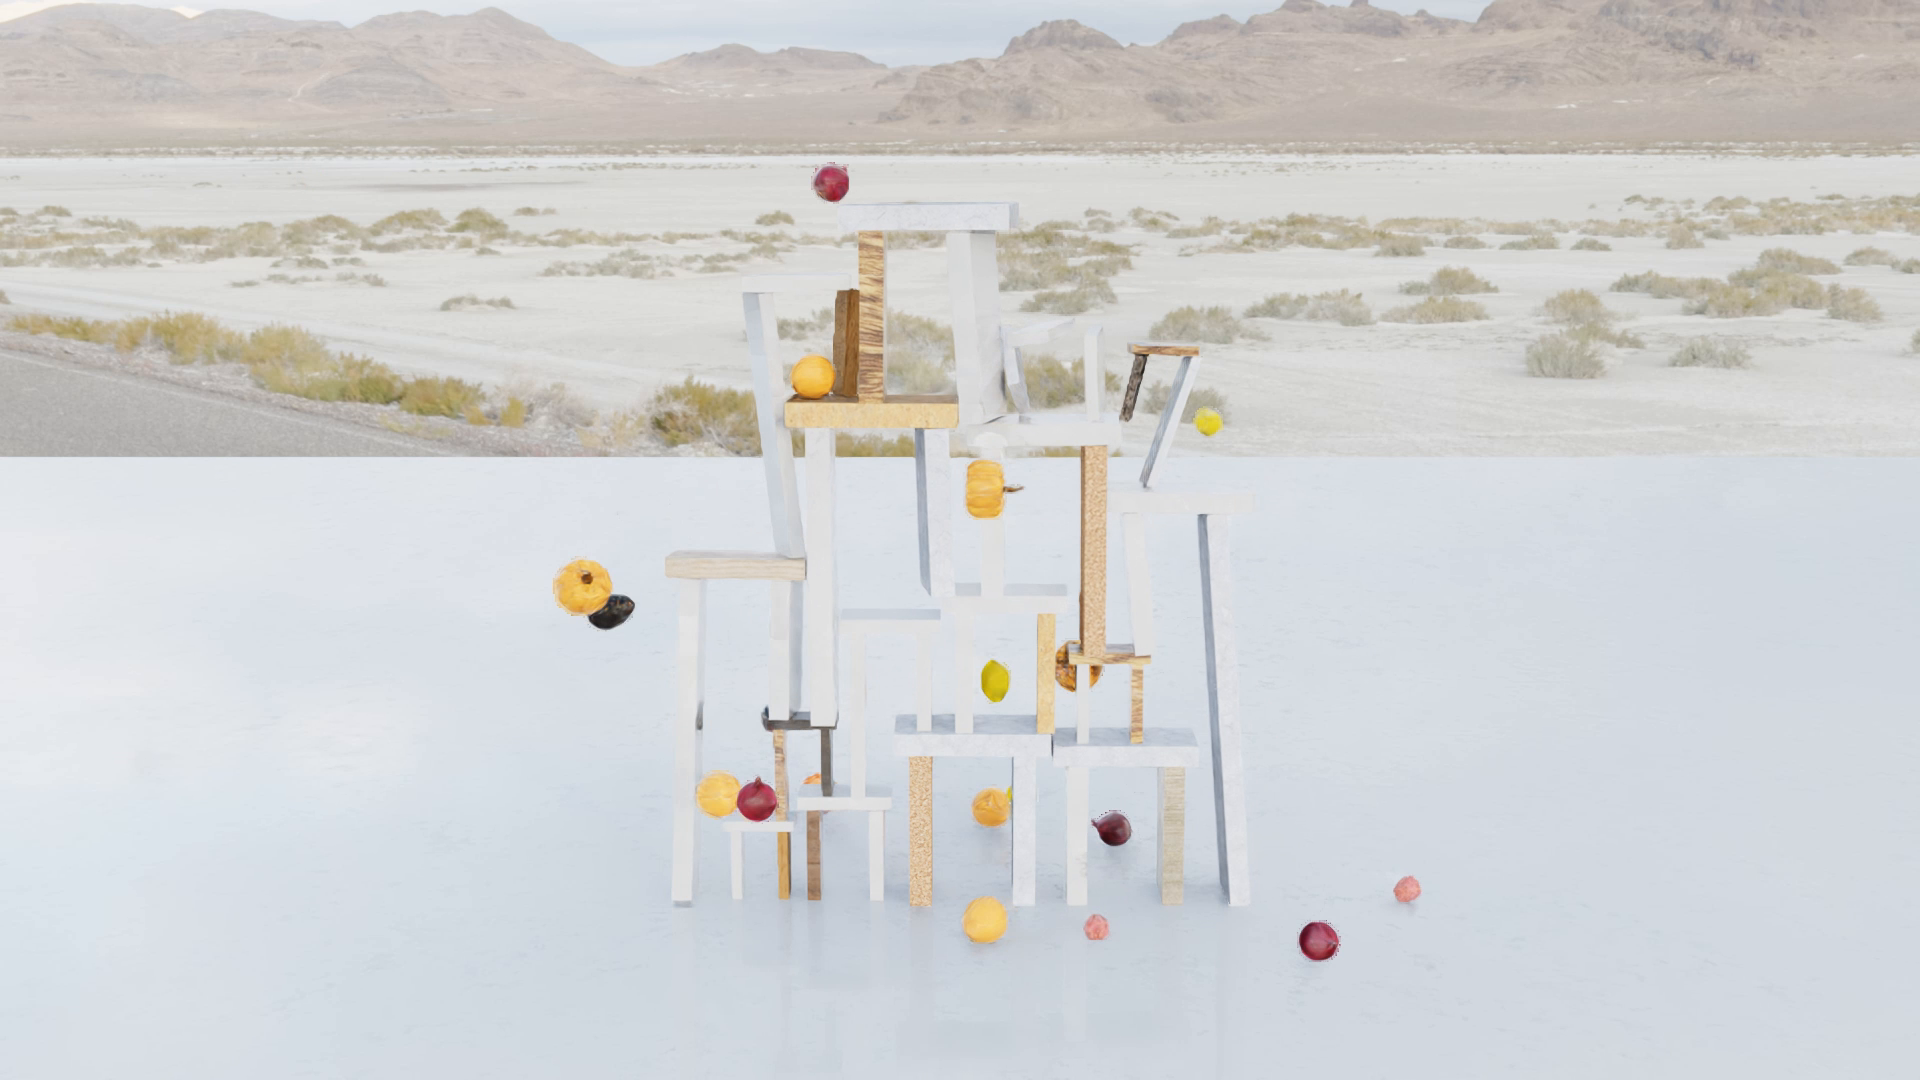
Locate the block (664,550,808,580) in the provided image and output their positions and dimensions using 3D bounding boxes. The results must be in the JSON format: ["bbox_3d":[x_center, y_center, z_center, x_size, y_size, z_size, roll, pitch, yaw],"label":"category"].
[{"bbox_3d":[-0.360,0.041,3.603,0.229,0.032,0.114,1,6,3],"label":"block"}]

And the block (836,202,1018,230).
[{"bbox_3d":[-0.049,-0.510,3.463,0.269,0.038,0.135,1,10,7],"label":"block"}]

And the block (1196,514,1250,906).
[{"bbox_3d":[0.432,0.269,3.607,0.033,0.653,0.117,-5,11,-1],"label":"block"}]

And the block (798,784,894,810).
[{"bbox_3d":[-0.190,0.426,3.644,0.155,0.022,0.077,0,11,0],"label":"block"}]

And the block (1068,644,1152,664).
[{"bbox_3d":[0.244,0.186,3.593,0.132,0.019,0.066,0,11,0],"label":"block"}]

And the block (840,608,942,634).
[{"bbox_3d":[-0.112,0.132,3.586,0.163,0.023,0.081,0,11,1],"label":"block"}]

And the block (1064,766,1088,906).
[{"bbox_3d":[0.192,0.474,3.650,0.033,0.236,0.118,0,11,0],"label":"block"}]

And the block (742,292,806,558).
[{"bbox_3d":[-0.301,-0.188,3.558,0.024,0.432,0.085,-11,13,-22],"label":"block"}]

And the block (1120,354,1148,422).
[{"bbox_3d":[0.277,-0.243,3.502,0.015,0.106,0.053,15,11,9],"label":"block"}]

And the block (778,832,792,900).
[{"bbox_3d":[-0.292,0.532,3.660,0.017,0.117,0.058,0,11,1],"label":"block"}]

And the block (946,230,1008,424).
[{"bbox_3d":[0.028,-0.341,3.488,0.038,0.300,0.135,-1,10,18],"label":"block"}]

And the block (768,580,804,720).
[{"bbox_3d":[-0.286,0.172,3.615,0.032,0.229,0.114,2,6,7],"label":"block"}]

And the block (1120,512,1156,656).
[{"bbox_3d":[0.287,0.061,3.572,0.033,0.233,0.117,-6,11,2],"label":"block"}]

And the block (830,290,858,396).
[{"bbox_3d":[-0.184,-0.322,3.573,0.024,0.170,0.085,2,6,-16],"label":"block"}]

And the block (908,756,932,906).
[{"bbox_3d":[-0.064,0.464,3.649,0.036,0.255,0.127,0,11,0],"label":"block"}]

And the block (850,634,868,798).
[{"bbox_3d":[-0.166,0.279,3.615,0.023,0.277,0.081,0,11,0],"label":"block"}]

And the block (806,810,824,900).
[{"bbox_3d":[-0.241,0.513,3.660,0.022,0.155,0.077,0,11,0],"label":"block"}]

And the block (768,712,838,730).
[{"bbox_3d":[-0.258,0.297,3.617,0.112,0.016,0.056,0,10,1],"label":"block"}]

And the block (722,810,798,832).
[{"bbox_3d":[-0.331,0.466,3.649,0.117,0.017,0.059,0,10,1],"label":"block"}]

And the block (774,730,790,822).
[{"bbox_3d":[-0.295,0.381,3.632,0.016,0.156,0.056,-1,10,1],"label":"block"}]

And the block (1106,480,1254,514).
[{"bbox_3d":[0.350,-0.069,3.540,0.233,0.033,0.117,1,11,1],"label":"block"}]

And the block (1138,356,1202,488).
[{"bbox_3d":[0.336,-0.192,3.530,0.015,0.217,0.053,18,5,-12],"label":"block"}]

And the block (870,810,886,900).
[{"bbox_3d":[-0.138,0.513,3.660,0.022,0.155,0.077,0,11,0],"label":"block"}]

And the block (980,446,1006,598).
[{"bbox_3d":[0.054,-0.040,3.549,0.035,0.244,0.122,0,11,3],"label":"block"}]

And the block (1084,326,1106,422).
[{"bbox_3d":[0.215,-0.265,3.491,0.020,0.139,0.069,2,19,14],"label":"block"}]

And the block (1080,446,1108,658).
[{"bbox_3d":[0.216,0.008,3.558,0.035,0.343,0.122,0,12,0],"label":"block"}]

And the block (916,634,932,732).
[{"bbox_3d":[-0.058,0.224,3.604,0.023,0.163,0.081,0,11,1],"label":"block"}]

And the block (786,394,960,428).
[{"bbox_3d":[-0.138,-0.207,3.527,0.271,0.038,0.135,0,10,2],"label":"block"}]

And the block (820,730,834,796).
[{"bbox_3d":[-0.219,0.360,3.627,0.016,0.113,0.056,-1,10,1],"label":"block"}]

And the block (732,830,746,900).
[{"bbox_3d":[-0.369,0.532,3.660,0.017,0.117,0.059,0,11,0],"label":"block"}]

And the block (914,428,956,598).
[{"bbox_3d":[-0.042,-0.053,3.550,0.038,0.271,0.135,-4,10,-8],"label":"block"}]

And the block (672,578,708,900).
[{"bbox_3d":[-0.447,0.321,3.638,0.032,0.534,0.114,2,7,0],"label":"block"}]

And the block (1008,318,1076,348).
[{"bbox_3d":[0.133,-0.335,3.552,0.069,0.020,0.139,-5,11,23],"label":"block"}]

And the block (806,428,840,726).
[{"bbox_3d":[-0.223,0.050,3.573,0.038,0.485,0.135,0,10,1],"label":"block"}]

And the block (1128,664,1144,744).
[{"bbox_3d":[0.288,0.260,3.607,0.019,0.132,0.066,0,11,0],"label":"block"}]

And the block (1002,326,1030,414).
[{"bbox_3d":[0.089,-0.278,3.585,0.020,0.069,0.139,-15,47,8],"label":"block"}]

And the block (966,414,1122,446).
[{"bbox_3d":[0.135,-0.177,3.521,0.244,0.035,0.122,0,11,2],"label":"block"}]

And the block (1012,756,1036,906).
[{"bbox_3d":[0.105,0.464,3.649,0.036,0.255,0.127,0,11,0],"label":"block"}]

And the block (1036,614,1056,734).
[{"bbox_3d":[0.141,0.206,3.596,0.028,0.200,0.100,0,11,1],"label":"block"}]

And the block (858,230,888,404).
[{"bbox_3d":[-0.138,-0.359,3.505,0.038,0.269,0.135,0,10,1],"label":"block"}]

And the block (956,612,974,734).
[{"bbox_3d":[0.007,0.206,3.597,0.028,0.200,0.100,0,11,1],"label":"block"}]

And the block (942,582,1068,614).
[{"bbox_3d":[0.073,0.094,3.574,0.200,0.028,0.100,0,11,2],"label":"block"}]

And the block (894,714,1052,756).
[{"bbox_3d":[0.020,0.321,3.622,0.255,0.036,0.127,0,11,0],"label":"block"}]

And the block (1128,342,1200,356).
[{"bbox_3d":[0.323,-0.303,3.496,0.106,0.015,0.053,1,9,-4],"label":"block"}]

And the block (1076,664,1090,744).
[{"bbox_3d":[0.201,0.261,3.606,0.019,0.132,0.066,0,11,0],"label":"block"}]

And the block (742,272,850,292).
[{"bbox_3d":[-0.263,-0.411,3.509,0.170,0.024,0.085,-2,10,-6],"label":"block"}]

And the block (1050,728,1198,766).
[{"bbox_3d":[0.270,0.341,3.628,0.236,0.033,0.118,0,11,0],"label":"block"}]

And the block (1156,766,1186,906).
[{"bbox_3d":[0.349,0.474,3.650,0.033,0.236,0.118,0,11,0],"label":"block"}]
